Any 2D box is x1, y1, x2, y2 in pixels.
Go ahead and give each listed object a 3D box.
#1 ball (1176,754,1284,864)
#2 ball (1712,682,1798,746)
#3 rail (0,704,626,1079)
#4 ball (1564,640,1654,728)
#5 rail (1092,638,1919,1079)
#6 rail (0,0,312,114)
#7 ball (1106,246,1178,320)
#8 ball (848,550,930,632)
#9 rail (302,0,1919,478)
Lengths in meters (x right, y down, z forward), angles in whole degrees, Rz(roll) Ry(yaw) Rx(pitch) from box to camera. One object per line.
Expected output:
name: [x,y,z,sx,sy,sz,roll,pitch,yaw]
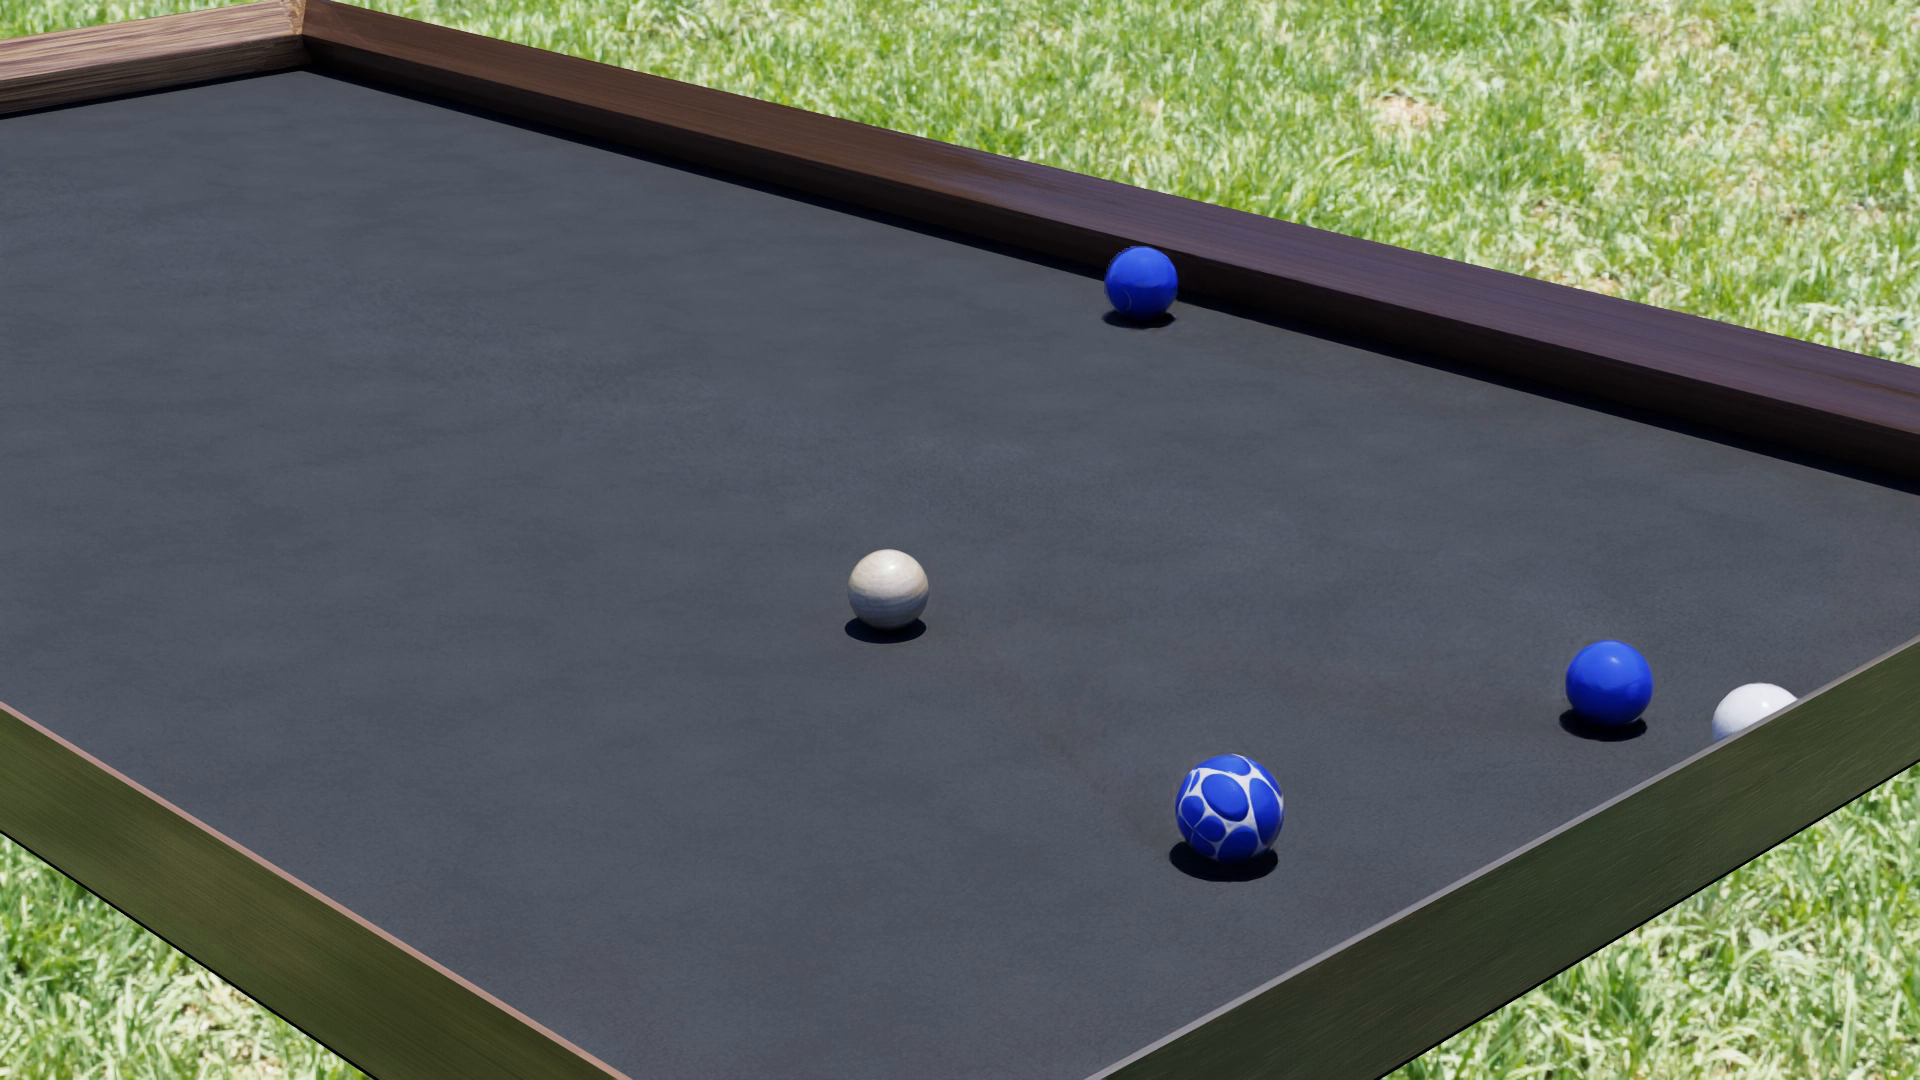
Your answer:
ball: [0.198,0.197,2.157,0.080,0.080,0.080,0,21,0]
ball: [0.624,0.148,2.294,0.074,0.074,0.074,0,21,0]
rail: [-1.187,-0.013,2.667,0.045,0.112,3.270,-19,28,-41]
ball: [0.526,0.117,2.384,0.071,0.071,0.071,0,21,0]
rail: [0.555,0.181,2.151,1.768,0.112,0.045,-19,28,-41]
rail: [-1.699,-0.629,4.308,1.768,0.112,0.045,-19,28,-41]
ball: [0.216,-0.304,3.481,0.087,0.087,0.087,0,21,0]
ball: [-0.063,0.044,2.576,0.072,0.072,0.072,0,21,0]
rail: [0.043,-0.436,3.793,0.045,0.112,3.270,-19,28,-41]
